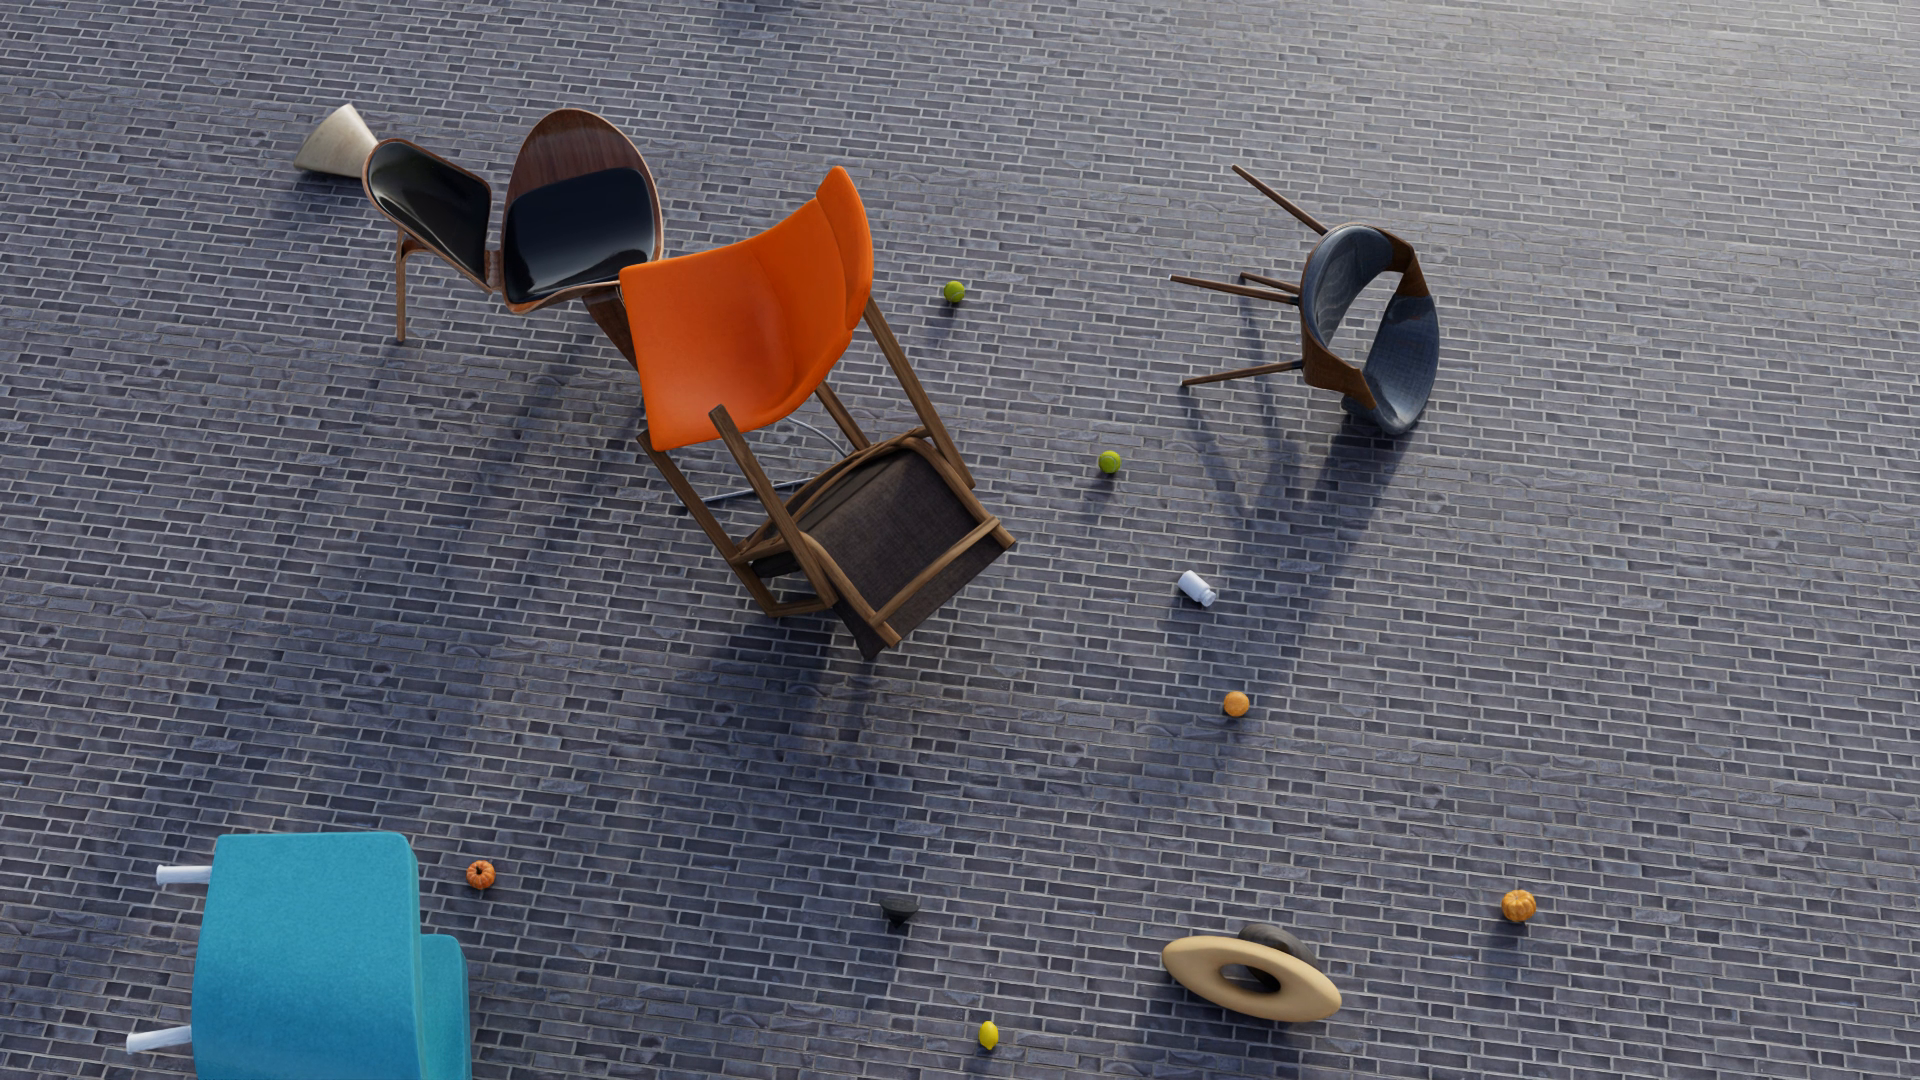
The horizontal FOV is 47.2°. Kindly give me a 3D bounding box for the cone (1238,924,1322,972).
[{"bbox_3d":[0.847,1.082,5.779,0.258,0.114,0.164,37,64,22],"label":"cone"}]

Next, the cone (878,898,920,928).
[{"bbox_3d":[-0.167,1.007,5.872,0.107,0.067,0.119,2,8,-37],"label":"cone"}]

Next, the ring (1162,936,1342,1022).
[{"bbox_3d":[0.755,1.140,5.716,0.483,0.108,0.184,13,87,18],"label":"ring"}]

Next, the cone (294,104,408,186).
[{"bbox_3d":[-1.996,-1.273,7.389,0.351,0.131,0.315,31,62,7],"label":"cone"}]
